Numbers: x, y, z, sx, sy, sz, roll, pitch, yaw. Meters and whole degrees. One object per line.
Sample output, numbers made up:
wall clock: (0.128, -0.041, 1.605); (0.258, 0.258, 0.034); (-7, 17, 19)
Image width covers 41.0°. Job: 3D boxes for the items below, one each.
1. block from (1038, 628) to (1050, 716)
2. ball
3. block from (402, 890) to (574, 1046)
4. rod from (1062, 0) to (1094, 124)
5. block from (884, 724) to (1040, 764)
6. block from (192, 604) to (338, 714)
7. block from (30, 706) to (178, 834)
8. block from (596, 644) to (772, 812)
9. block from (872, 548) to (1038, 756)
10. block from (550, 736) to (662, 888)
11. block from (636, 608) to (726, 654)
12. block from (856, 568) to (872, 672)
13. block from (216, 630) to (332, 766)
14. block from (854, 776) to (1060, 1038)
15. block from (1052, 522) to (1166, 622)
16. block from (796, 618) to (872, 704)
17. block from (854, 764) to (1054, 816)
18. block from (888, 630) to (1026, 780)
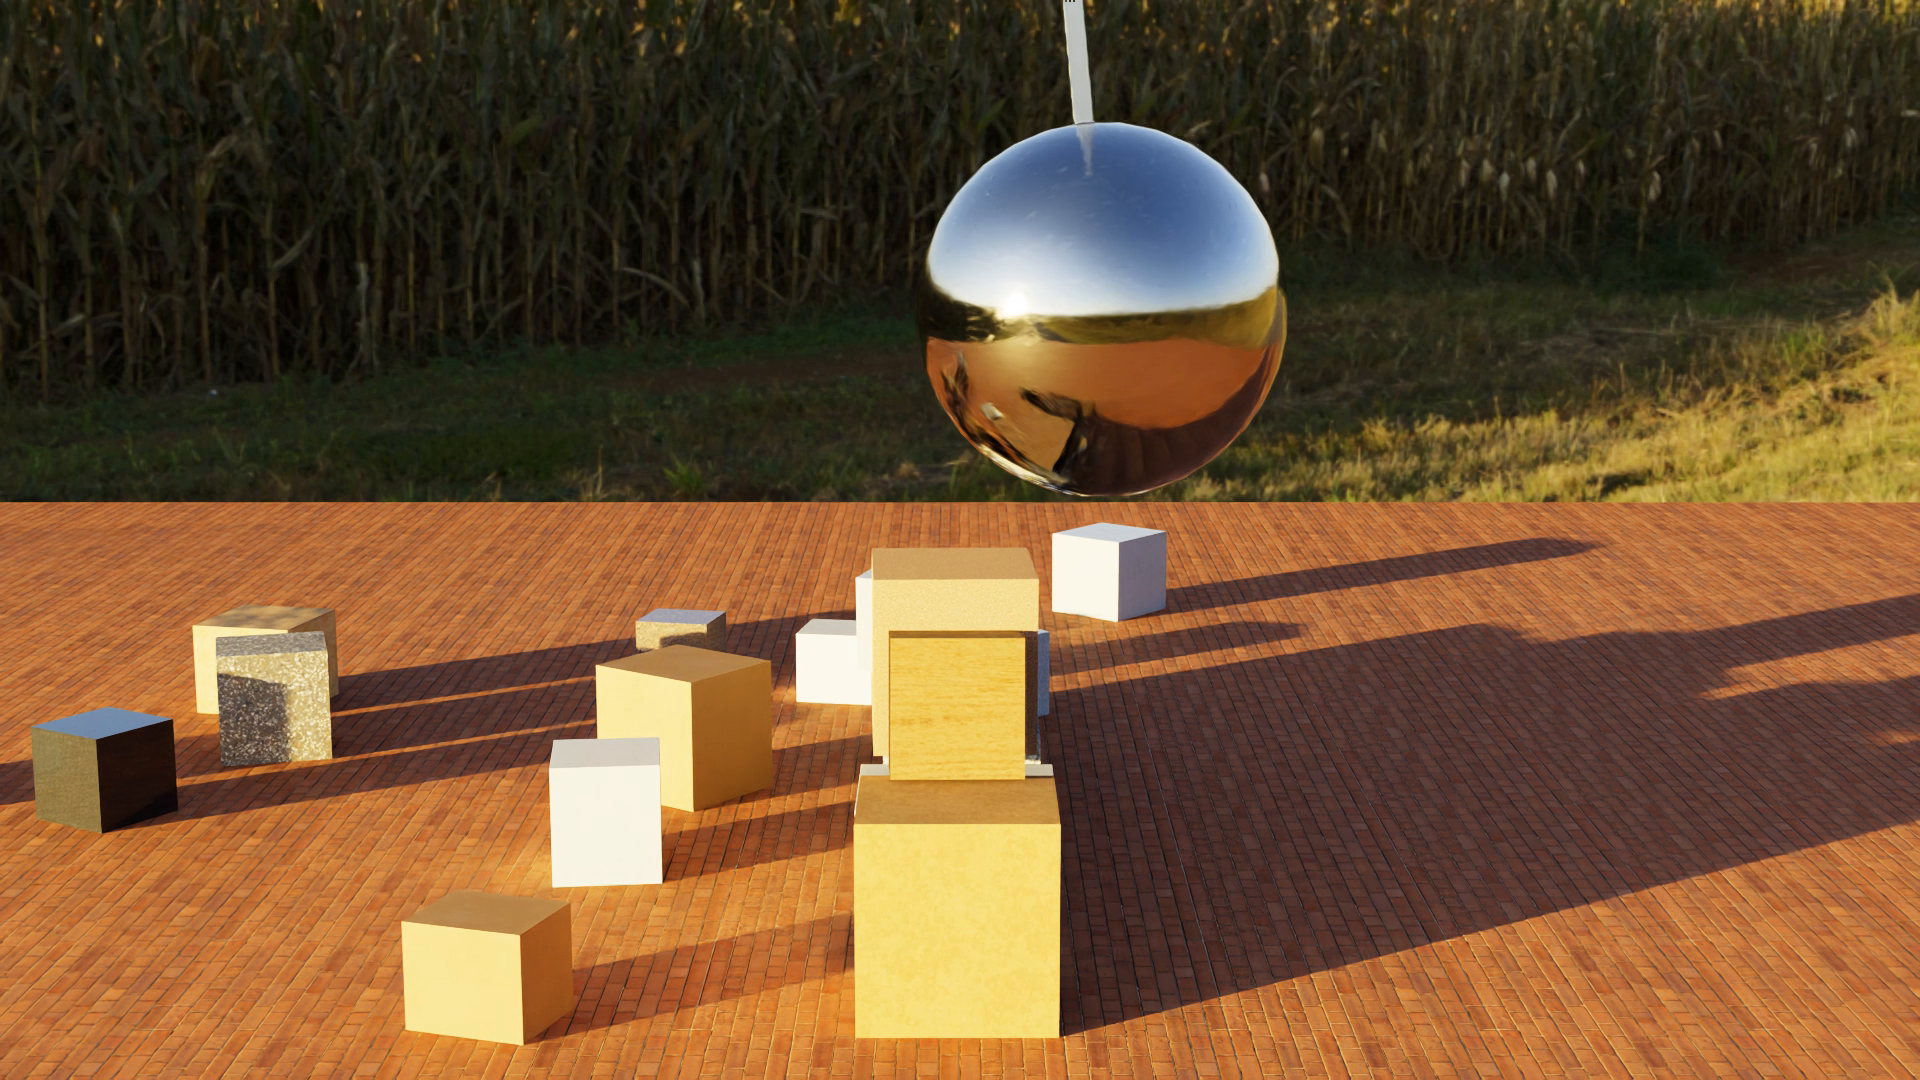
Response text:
block: (0.209, 0.730, 14.246); (0.398, 0.467, 0.418); (-8, 13, -39)
ball: (0.605, -0.983, 11.002); (1.600, 1.600, 1.600); (0, 10, 0)
block: (-1.766, 1.595, 9.617); (0.488, 0.421, 0.401); (3, 11, 18)
rod: (0.262, -4.311, 10.396); (0.080, 5.200, 0.080); (-6, 10, 1)
block: (0.008, 1.140, 11.116); (0.655, 0.781, 0.759); (0, 10, 0)
block: (-3.903, 0.677, 14.453); (0.568, 0.497, 0.584); (2, 11, 12)
block: (-4.091, 1.094, 12.276); (0.459, 0.455, 0.457); (6, 12, 31)
block: (-1.363, 0.921, 12.717); (0.629, 0.639, 0.585); (8, 13, 36)
block: (-0.032, 0.453, 10.677); (0.663, 0.725, 0.703); (0, 10, -2)
block: (-1.572, 1.206, 11.435); (0.475, 0.536, 0.490); (-1, 10, -6)
block: (-1.647, 0.620, 15.197); (0.432, 0.343, 0.380); (2, 11, 12)
block: (-0.117, 0.368, 12.552); (0.592, 0.466, 0.568); (6, 15, 22)
block: (-3.594, 0.824, 13.427); (0.553, 0.575, 0.497); (-3, 11, -16)
block: (-0.010, 1.376, 9.717); (0.751, 0.817, 0.660); (0, 10, 0)
block: (0.989, 0.206, 16.973); (0.531, 0.522, 0.543); (8, 13, 39)
block: (-0.676, 0.693, 14.652); (0.431, 0.394, 0.410); (2, 10, 10)
block: (-0.014, 1.325, 10.399); (0.794, 0.672, 0.680); (0, 10, 0)
block: (-0.019, 0.641, 10.076); (0.516, 0.542, 0.473); (0, 2, -3)
